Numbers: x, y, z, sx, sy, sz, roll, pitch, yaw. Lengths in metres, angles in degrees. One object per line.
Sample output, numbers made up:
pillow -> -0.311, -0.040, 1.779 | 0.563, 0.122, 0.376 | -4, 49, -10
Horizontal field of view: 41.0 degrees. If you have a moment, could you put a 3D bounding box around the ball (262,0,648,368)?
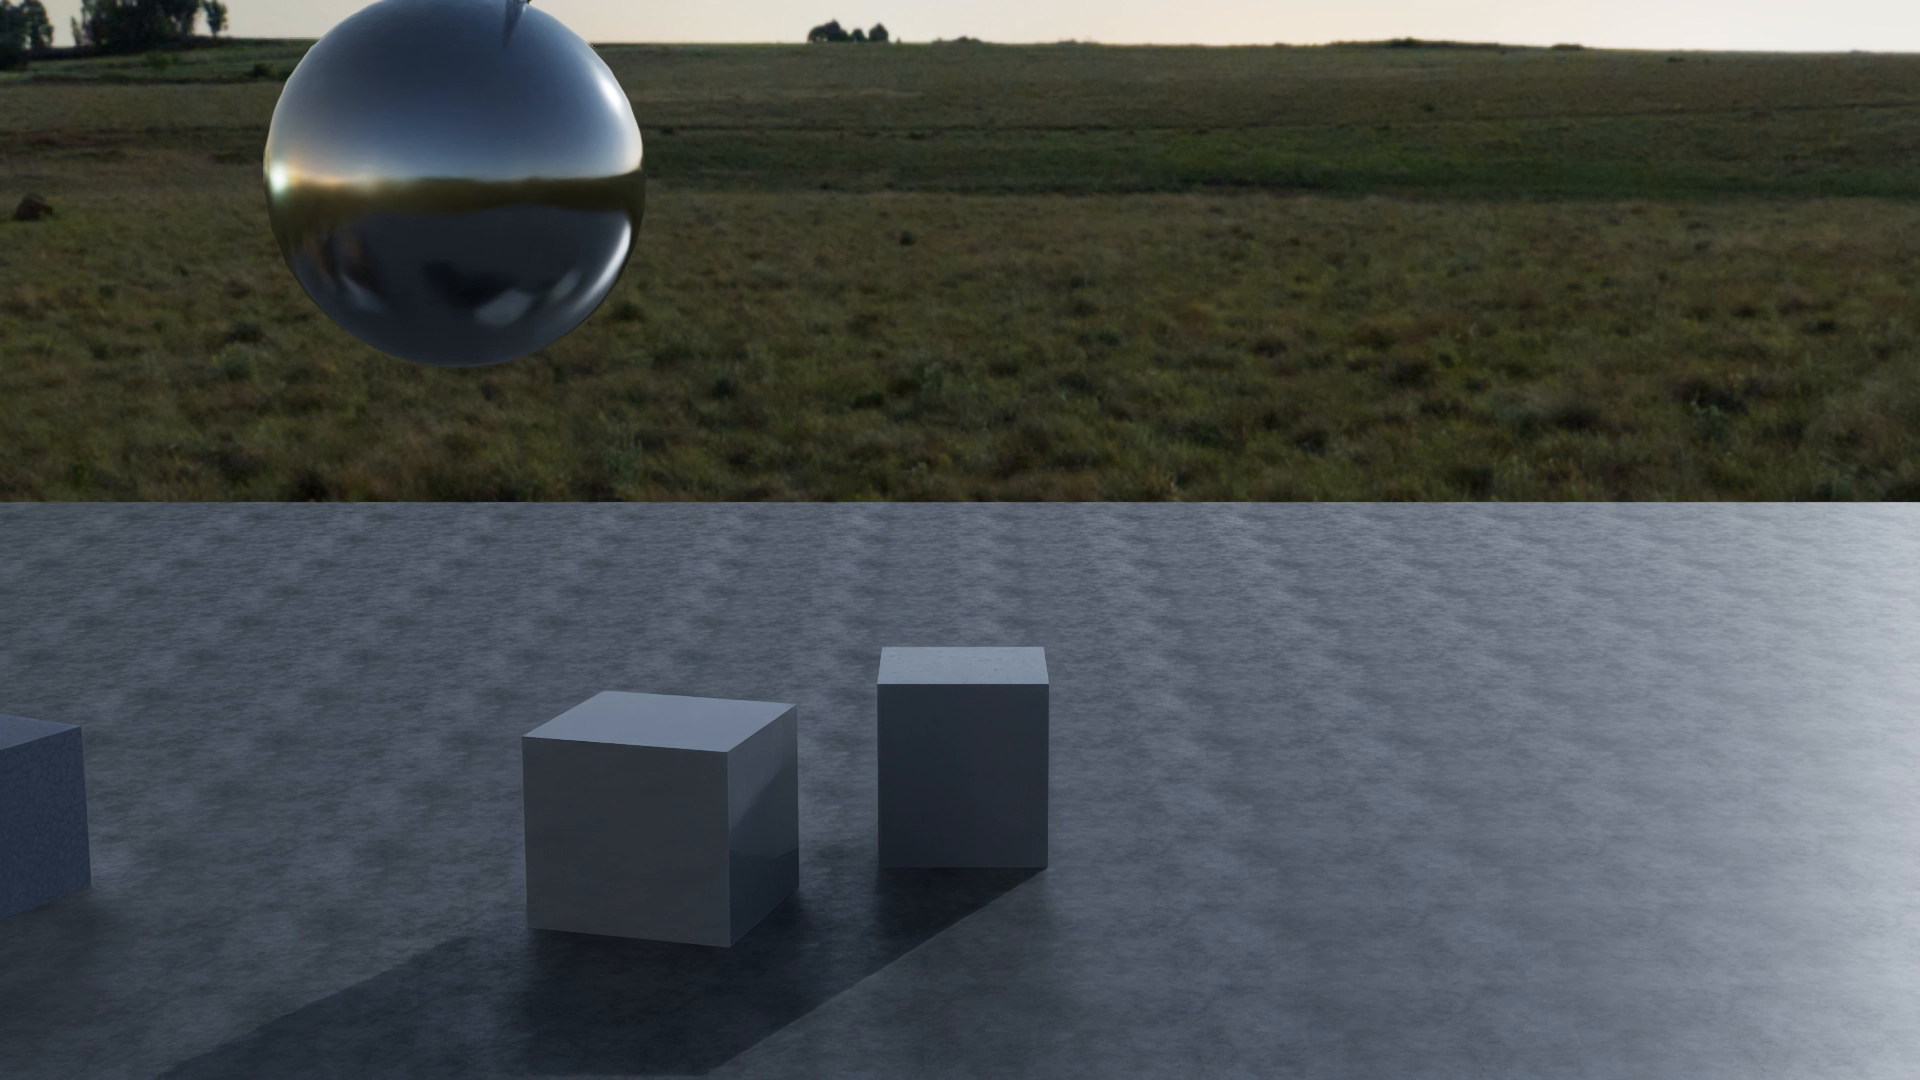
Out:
ball -> -2.135, -1.532, 10.902 | 1.600, 1.600, 1.600 | 0, 10, 0

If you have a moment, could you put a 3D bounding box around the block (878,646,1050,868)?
block -> 0.014, 0.985, 11.787 | 0.760, 0.844, 0.745 | 0, 10, 0

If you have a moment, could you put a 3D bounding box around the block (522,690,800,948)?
block -> -1.252, 1.161, 10.884 | 0.902, 0.821, 0.831 | 3, 11, 16

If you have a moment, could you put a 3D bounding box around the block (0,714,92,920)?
block -> -4.306, 1.187, 11.010 | 0.770, 0.724, 0.726 | 5, 11, 26

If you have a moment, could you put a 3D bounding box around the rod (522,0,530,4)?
rod -> -0.925, -4.659, 10.333 | 0.080, 5.200, 0.080 | 21, 10, -4
